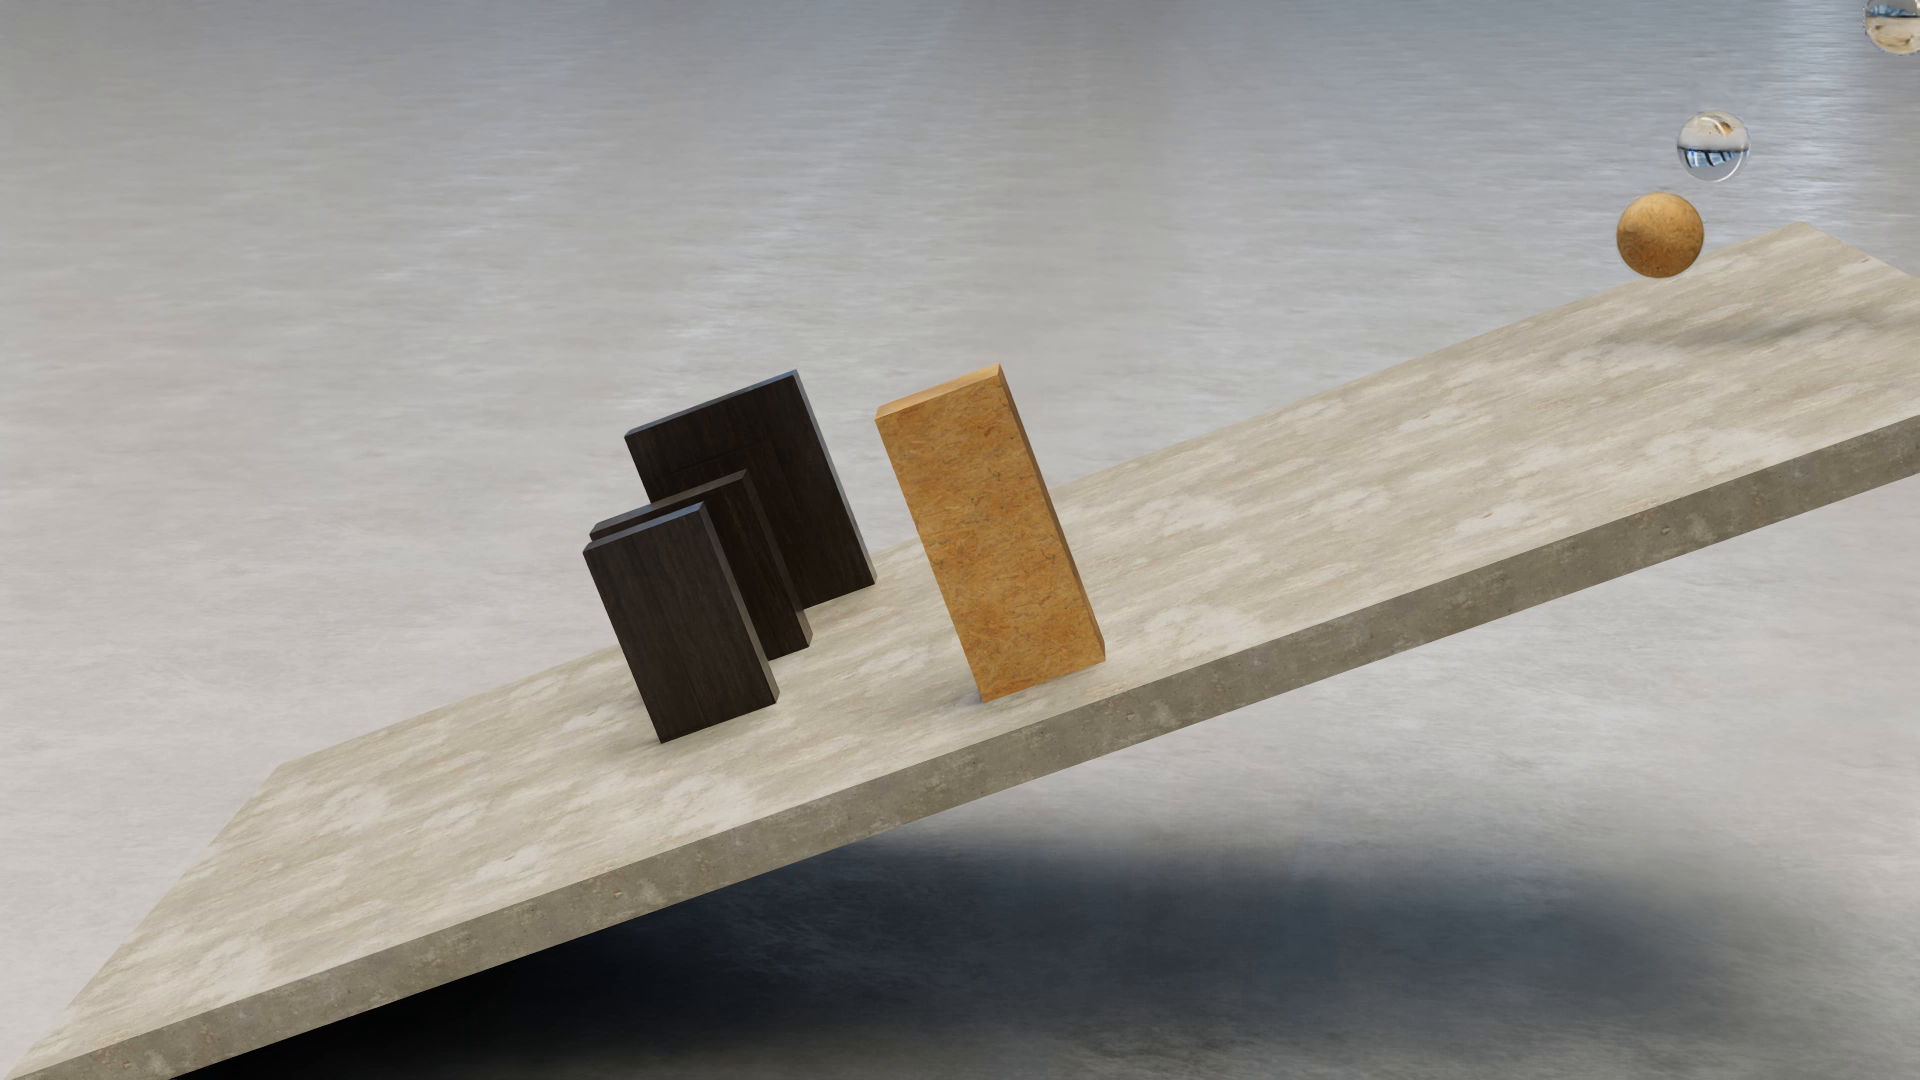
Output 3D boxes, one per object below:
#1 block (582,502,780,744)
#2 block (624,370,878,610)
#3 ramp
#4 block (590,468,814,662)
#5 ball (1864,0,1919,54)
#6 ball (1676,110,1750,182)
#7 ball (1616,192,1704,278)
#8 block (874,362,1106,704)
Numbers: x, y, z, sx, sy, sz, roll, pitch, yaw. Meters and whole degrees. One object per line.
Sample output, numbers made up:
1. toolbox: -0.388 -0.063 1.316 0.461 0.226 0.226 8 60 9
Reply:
1. block: -0.583 0.174 6.177 0.262 0.442 0.085 -20 12 7
2. block: -0.492 -0.078 6.949 0.427 0.533 0.083 -20 12 7
3. ramp: 0.117 0.176 6.296 4.000 0.100 2.000 -20 12 7
4. block: -0.577 0.100 6.592 0.366 0.409 0.110 -20 12 7
5. ball: 1.802 -1.001 5.613 0.144 0.144 0.144 0 13 0
6. ball: 1.447 -0.757 5.649 0.137 0.137 0.137 0 13 0
7. ball: 1.485 -0.646 6.240 0.182 0.182 0.182 0 13 0
8. block: 0.060 -0.013 5.551 0.244 0.581 0.132 -20 12 7
